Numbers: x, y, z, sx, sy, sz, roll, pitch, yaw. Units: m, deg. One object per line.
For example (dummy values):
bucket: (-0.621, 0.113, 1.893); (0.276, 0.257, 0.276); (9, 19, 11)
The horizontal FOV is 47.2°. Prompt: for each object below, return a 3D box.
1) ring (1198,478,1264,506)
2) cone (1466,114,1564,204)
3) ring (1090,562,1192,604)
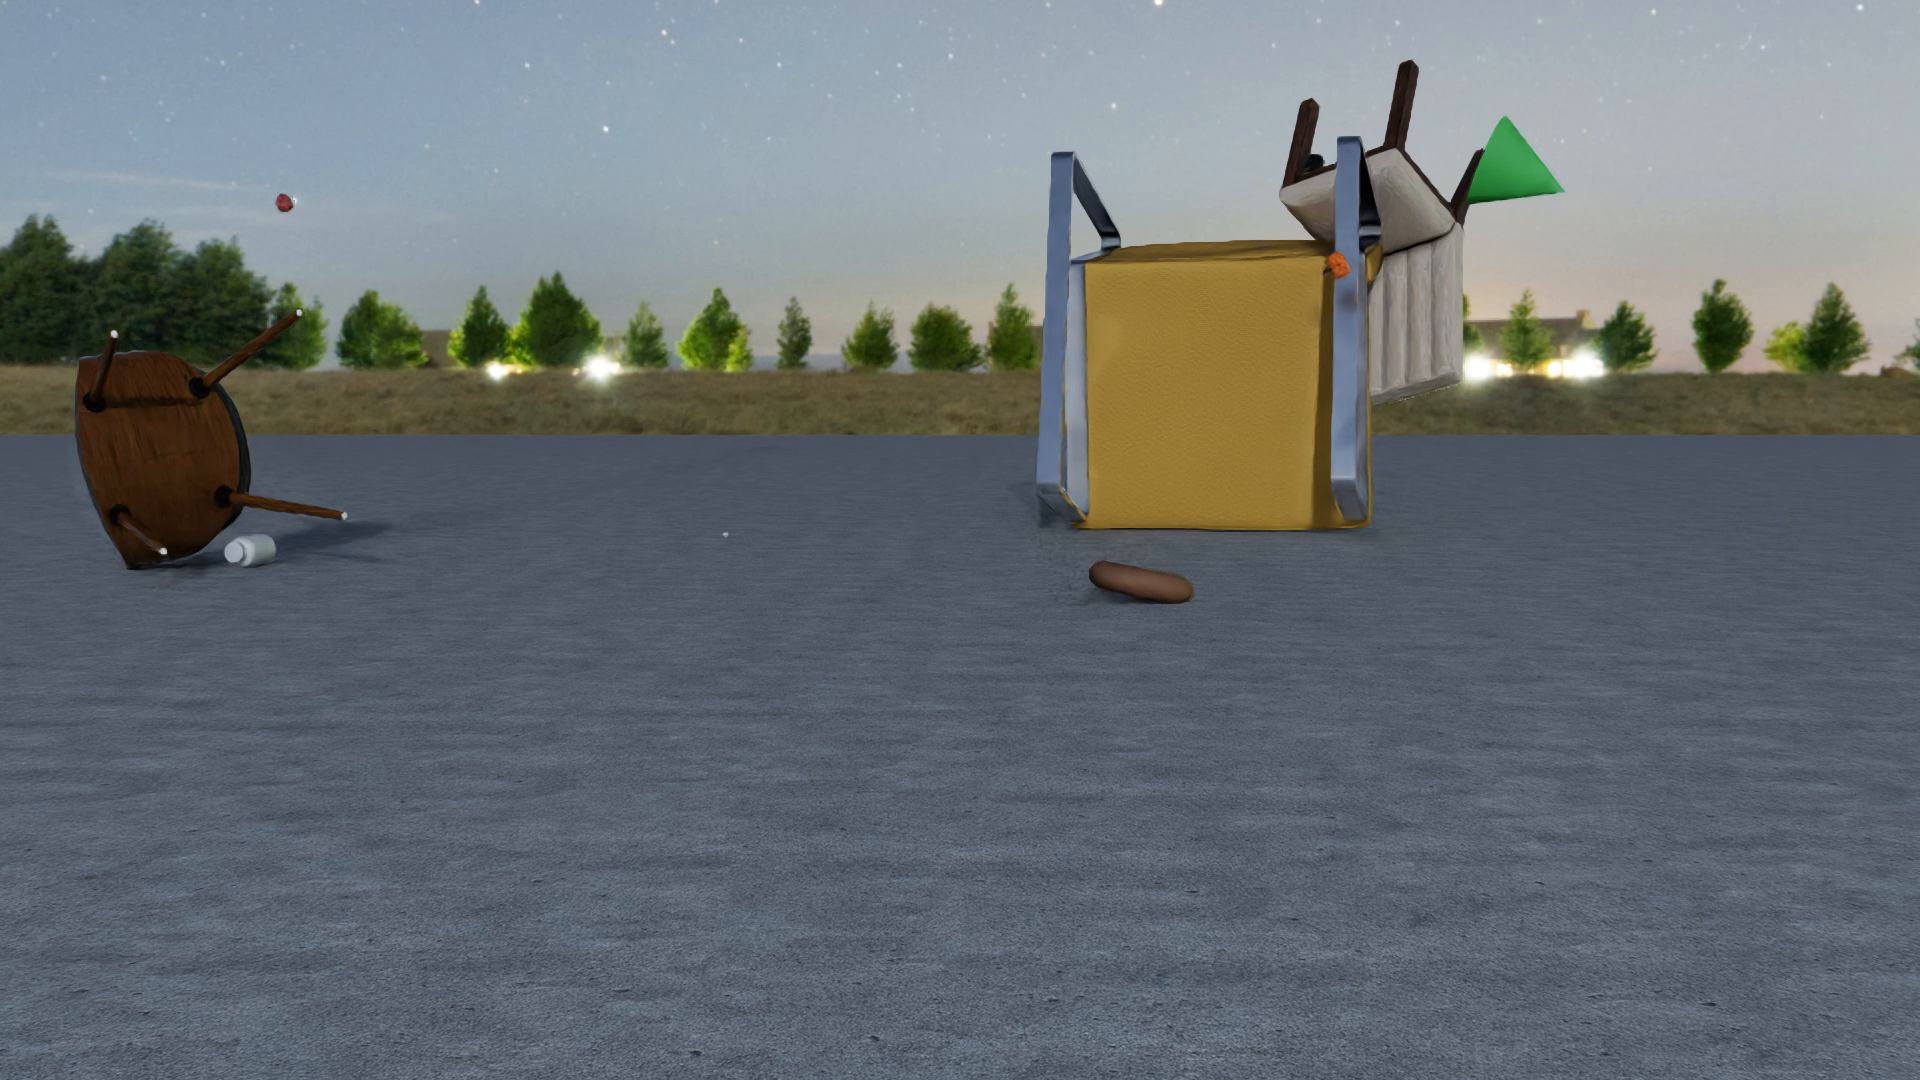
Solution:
ring: (1.060, -0.190, 8.590); (0.268, 0.101, 0.213); (0, 5, -18)
cone: (1.158, -0.746, 4.503); (0.174, 0.197, 0.131); (27, 25, 18)
ring: (0.381, 0.090, 4.640); (0.222, 0.060, 0.230); (12, 0, 25)
